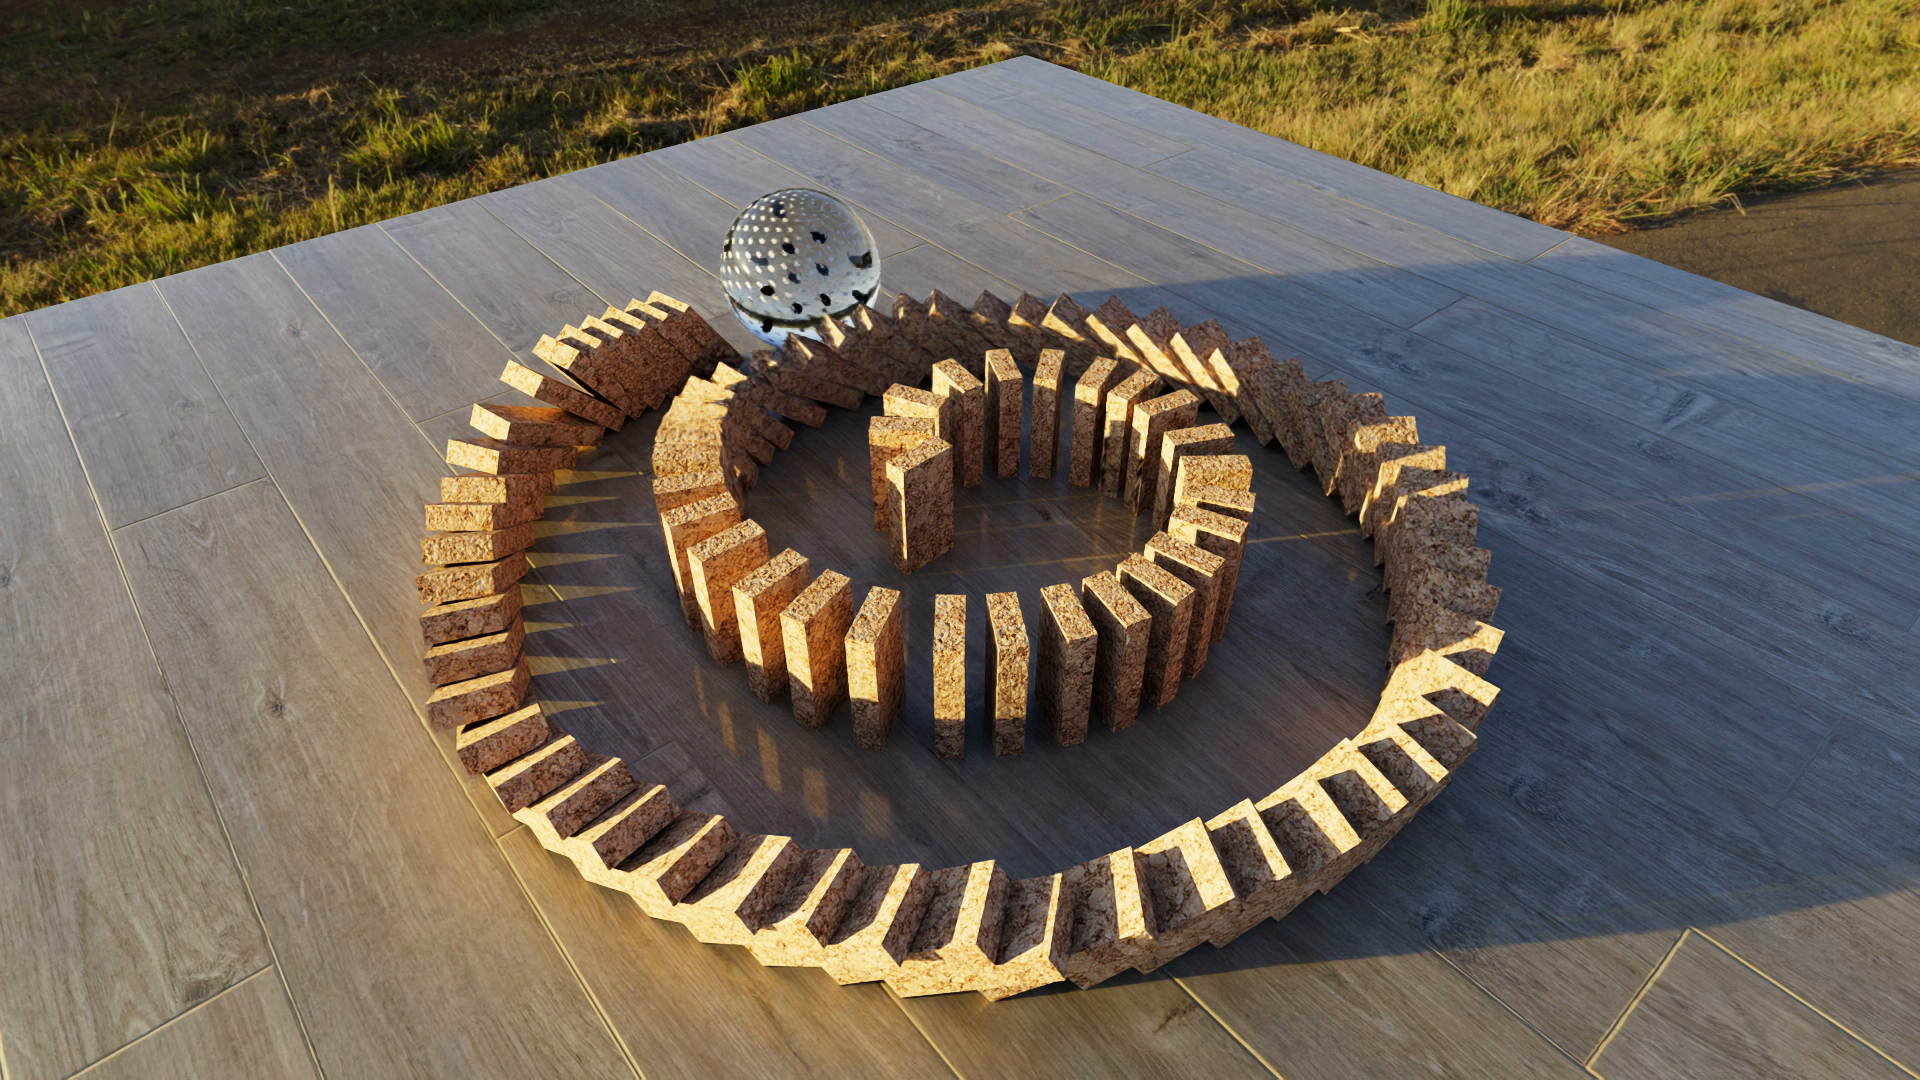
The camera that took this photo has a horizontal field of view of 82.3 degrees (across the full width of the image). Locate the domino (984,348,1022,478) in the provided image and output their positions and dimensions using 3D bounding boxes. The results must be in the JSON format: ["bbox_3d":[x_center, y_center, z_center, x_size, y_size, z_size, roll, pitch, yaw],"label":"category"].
[{"bbox_3d":[0.019,-0.055,0.478,0.010,0.050,0.025,-8,40,-10],"label":"domino"}]

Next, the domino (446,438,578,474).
[{"bbox_3d":[-0.190,-0.036,0.469,0.025,0.009,0.050,13,10,16],"label":"domino"}]

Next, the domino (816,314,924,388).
[{"bbox_3d":[-0.043,-0.090,0.531,0.050,0.009,0.025,19,23,-41],"label":"domino"}]

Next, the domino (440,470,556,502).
[{"bbox_3d":[-0.188,-0.022,0.450,0.025,0.010,0.050,0,7,1],"label":"domino"}]

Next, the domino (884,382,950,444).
[{"bbox_3d":[-0.018,-0.039,0.459,0.025,0.050,0.009,17,42,20],"label":"domino"}]

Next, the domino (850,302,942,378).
[{"bbox_3d":[-0.028,-0.096,0.539,0.050,0.010,0.025,23,26,-33],"label":"domino"}]

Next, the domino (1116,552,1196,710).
[{"bbox_3d":[0.064,0.031,0.373,0.009,0.050,0.025,-30,48,-31],"label":"domino"}]

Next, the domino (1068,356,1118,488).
[{"bbox_3d":[0.057,-0.050,0.473,0.010,0.050,0.025,17,42,20],"label":"domino"}]

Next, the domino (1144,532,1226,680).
[{"bbox_3d":[0.075,0.023,0.383,0.025,0.050,0.009,26,46,28],"label":"domino"}]

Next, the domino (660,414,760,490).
[{"bbox_3d":[-0.103,-0.036,0.457,0.025,0.050,0.009,8,71,10],"label":"domino"}]

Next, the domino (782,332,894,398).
[{"bbox_3d":[-0.058,-0.083,0.524,0.050,0.009,0.025,12,25,-43],"label":"domino"}]

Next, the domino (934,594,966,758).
[{"bbox_3d":[-0.003,0.045,0.357,0.009,0.050,0.025,1,39,1],"label":"domino"}]

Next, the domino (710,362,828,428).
[{"bbox_3d":[-0.086,-0.065,0.500,0.025,0.009,0.050,32,9,33],"label":"domino"}]

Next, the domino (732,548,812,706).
[{"bbox_3d":[-0.062,0.030,0.375,0.009,0.050,0.025,28,47,29],"label":"domino"}]

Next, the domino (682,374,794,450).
[{"bbox_3d":[-0.097,-0.055,0.484,0.025,0.050,0.010,24,86,26],"label":"domino"}]

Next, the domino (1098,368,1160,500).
[{"bbox_3d":[0.071,-0.045,0.466,0.010,0.050,0.025,28,47,30],"label":"domino"}]

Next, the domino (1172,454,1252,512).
[{"bbox_3d":[0.095,-0.009,0.423,0.025,0.050,0.009,-1,39,-2],"label":"domino"}]

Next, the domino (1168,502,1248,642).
[{"bbox_3d":[0.086,0.012,0.396,0.025,0.050,0.009,18,43,21],"label":"domino"}]

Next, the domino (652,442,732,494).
[{"bbox_3d":[-0.102,-0.016,0.430,0.025,0.050,0.010,-1,44,-1],"label":"domino"}]

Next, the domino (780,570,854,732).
[{"bbox_3d":[-0.046,0.037,0.366,0.010,0.050,0.025,21,44,23],"label":"domino"}]

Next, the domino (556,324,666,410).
[{"bbox_3d":[-0.162,-0.080,0.511,0.025,0.050,0.009,26,80,28],"label":"domino"}]

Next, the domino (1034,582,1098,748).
[{"bbox_3d":[0.034,0.042,0.361,0.010,0.050,0.025,-11,41,-13],"label":"domino"}]

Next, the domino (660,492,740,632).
[{"bbox_3d":[-0.091,0.009,0.401,0.025,0.050,0.009,-20,43,-23],"label":"domino"}]

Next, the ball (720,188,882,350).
[{"bbox_3d":[-0.080,-0.135,0.553,0.080,0.080,0.080,0,39,0],"label":"ball"}]

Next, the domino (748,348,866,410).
[{"bbox_3d":[-0.071,-0.075,0.514,0.050,0.009,0.025,9,23,-48],"label":"domino"}]

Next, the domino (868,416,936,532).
[{"bbox_3d":[-0.023,-0.026,0.443,0.025,0.050,0.009,2,39,2],"label":"domino"}]

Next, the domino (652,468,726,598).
[{"bbox_3d":[-0.098,-0.002,0.414,0.025,0.050,0.010,-11,41,-13],"label":"domino"}]

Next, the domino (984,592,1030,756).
[{"bbox_3d":[0.015,0.044,0.358,0.009,0.050,0.025,-5,40,-6],"label":"domino"}]

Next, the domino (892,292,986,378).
[{"bbox_3d":[-0.010,-0.101,0.545,0.050,0.009,0.025,28,32,-24],"label":"domino"}]

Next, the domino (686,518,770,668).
[{"bbox_3d":[-0.079,0.019,0.388,0.025,0.050,0.009,-29,47,-30],"label":"domino"}]

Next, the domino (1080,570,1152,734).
[{"bbox_3d":[0.050,0.038,0.366,0.010,0.050,0.025,-18,43,-21],"label":"domino"}]

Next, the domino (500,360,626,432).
[{"bbox_3d":[-0.178,-0.064,0.496,0.025,0.050,0.010,26,90,30],"label":"domino"}]

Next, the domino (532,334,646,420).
[{"bbox_3d":[-0.169,-0.074,0.505,0.025,0.050,0.010,26,81,28],"label":"domino"}]

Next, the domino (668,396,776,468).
[{"bbox_3d":[-0.101,-0.046,0.471,0.025,0.050,0.010,14,79,16],"label":"domino"}]

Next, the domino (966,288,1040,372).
[{"bbox_3d":[0.029,-0.102,0.548,0.050,0.009,0.025,32,39,-13],"label":"domino"}]

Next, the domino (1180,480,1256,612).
[{"bbox_3d":[0.092,0.003,0.408,0.025,0.050,0.010,11,41,13],"label":"domino"}]

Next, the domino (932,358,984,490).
[{"bbox_3d":[-0.001,-0.049,0.472,0.010,0.050,0.025,-21,44,-24],"label":"domino"}]

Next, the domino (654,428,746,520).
[{"bbox_3d":[-0.104,-0.026,0.443,0.025,0.050,0.009,2,58,2],"label":"domino"}]

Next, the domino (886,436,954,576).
[{"bbox_3d":[-0.015,-0.013,0.427,0.025,0.050,0.010,-31,49,-32],"label":"domino"}]

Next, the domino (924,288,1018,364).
[{"bbox_3d":[0.005,-0.103,0.546,0.050,0.009,0.025,30,31,-21],"label":"domino"}]

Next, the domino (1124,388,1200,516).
[{"bbox_3d":[0.083,-0.036,0.455,0.025,0.050,0.009,-20,43,-23],"label":"domino"}]

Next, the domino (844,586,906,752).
[{"bbox_3d":[-0.027,0.043,0.360,0.009,0.050,0.025,11,41,13],"label":"domino"}]

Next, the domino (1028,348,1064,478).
[{"bbox_3d":[0.038,-0.055,0.478,0.009,0.050,0.025,8,40,9],"label":"domino"}]

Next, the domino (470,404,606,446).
[{"bbox_3d":[-0.186,-0.051,0.487,0.025,0.009,0.050,26,16,28],"label":"domino"}]

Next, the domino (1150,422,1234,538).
[{"bbox_3d":[0.092,-0.021,0.438,0.025,0.050,0.010,-10,40,-11],"label":"domino"}]
